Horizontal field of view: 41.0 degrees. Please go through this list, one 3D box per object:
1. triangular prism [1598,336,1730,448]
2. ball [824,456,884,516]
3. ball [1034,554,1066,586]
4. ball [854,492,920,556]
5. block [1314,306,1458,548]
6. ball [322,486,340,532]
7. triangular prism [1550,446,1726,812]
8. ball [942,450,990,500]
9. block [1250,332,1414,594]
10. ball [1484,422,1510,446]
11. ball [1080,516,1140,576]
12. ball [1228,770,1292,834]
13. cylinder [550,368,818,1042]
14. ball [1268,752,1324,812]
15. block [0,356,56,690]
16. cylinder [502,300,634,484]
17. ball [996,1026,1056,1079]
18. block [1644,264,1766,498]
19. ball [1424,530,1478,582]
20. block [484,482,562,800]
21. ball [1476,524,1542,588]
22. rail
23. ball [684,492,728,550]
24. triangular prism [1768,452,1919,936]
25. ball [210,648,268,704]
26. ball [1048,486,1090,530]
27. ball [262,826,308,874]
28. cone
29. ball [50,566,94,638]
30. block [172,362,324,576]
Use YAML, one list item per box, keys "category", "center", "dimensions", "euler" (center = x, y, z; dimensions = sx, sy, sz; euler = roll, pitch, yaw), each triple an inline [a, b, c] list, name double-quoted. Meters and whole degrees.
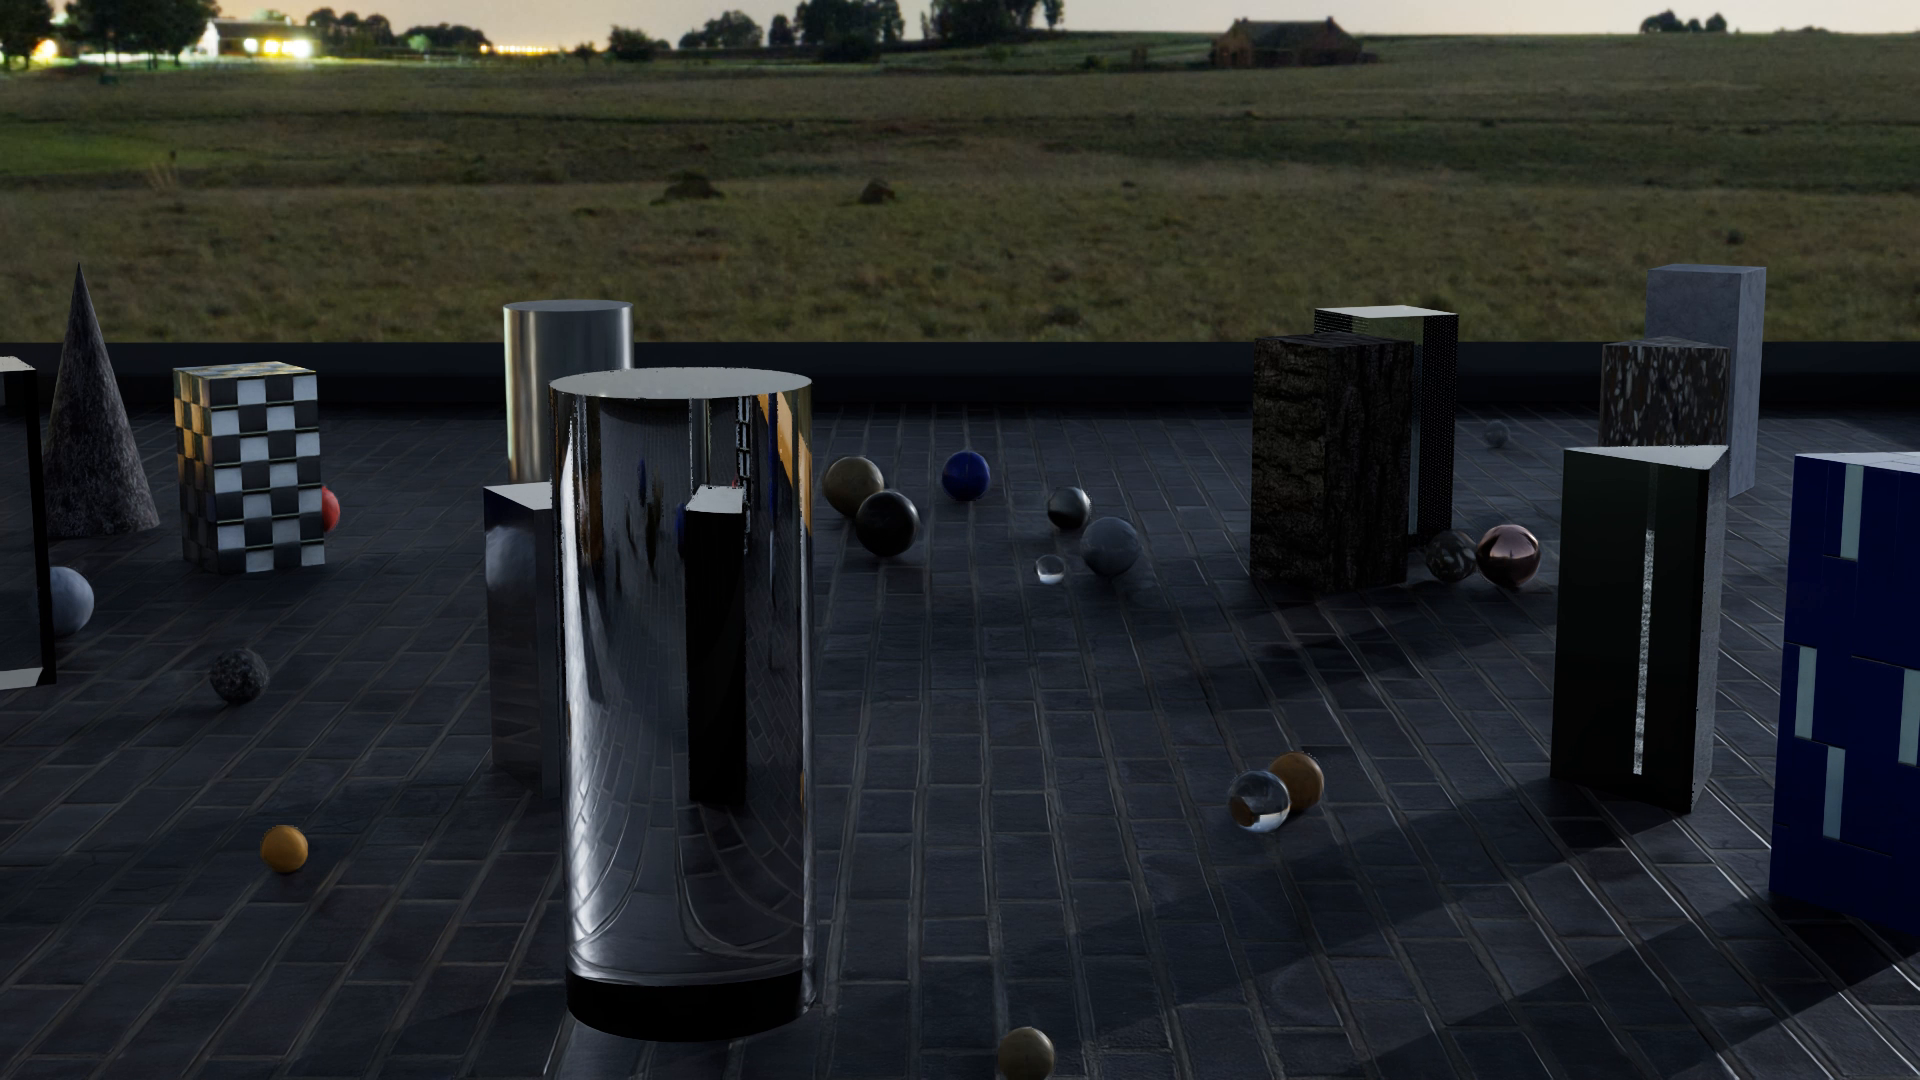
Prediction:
- category: "triangular prism"
  center: [1.017, -0.121, 3.721]
  dimensions: [0.172, 0.335, 0.149]
  euler: [3, 11, 16]
- category: "ball"
  center: [-0.173, -0.088, 4.189]
  dimensions: [0.099, 0.099, 0.099]
  euler: [0, 10, 0]
- category: "ball"
  center: [0.128, 0.042, 3.639]
  dimensions: [0.044, 0.044, 0.044]
  euler: [0, 10, 0]
- category: "ball"
  center: [-0.109, -0.024, 3.849]
  dimensions: [0.098, 0.098, 0.098]
  euler: [0, 10, 0]
- category: "block"
  center: [0.652, -0.175, 3.960]
  dimensions: [0.159, 0.355, 0.159]
  euler: [-4, 11, -22]
- category: "ball"
  center: [-1.015, -0.048, 4.031]
  dimensions: [0.078, 0.078, 0.078]
  euler: [0, 10, 0]
- category: "triangular prism"
  center: [0.724, 0.080, 2.611]
  dimensions: [0.149, 0.343, 0.172]
  euler: [-8, 13, -36]
- category: "ball"
  center: [0.010, -0.110, 4.348]
  dimensions: [0.084, 0.084, 0.084]
  euler: [0, 10, 0]
- category: "block"
  center: [0.529, -0.114, 3.658]
  dimensions: [0.159, 0.344, 0.159]
  euler: [-7, 12, -32]
- category: "ball"
  center: [1.039, -0.205, 4.963]
  dimensions: [0.049, 0.049, 0.049]
  euler: [0, 10, 0]
- category: "ball"
  center: [0.216, 0.009, 3.699]
  dimensions: [0.086, 0.086, 0.086]
  euler: [0, 10, 0]
- category: "ball"
  center: [0.287, 0.251, 2.462]
  dimensions: [0.061, 0.061, 0.061]
  euler: [0, 10, 0]
- category: "cylinder"
  center: [-0.212, 0.121, 1.990]
  dimensions: [0.198, 0.489, 0.198]
  euler: [0, 10, 0]
- category: "ball"
  center: [0.331, 0.239, 2.535]
  dimensions: [0.058, 0.058, 0.058]
  euler: [0, 10, 0]
- category: "block"
  center: [-1.185, -0.019, 3.058]
  dimensions: [0.159, 0.376, 0.159]
  euler: [-6, 12, -28]
- category: "cylinder"
  center: [-0.599, -0.180, 3.956]
  dimensions: [0.198, 0.365, 0.198]
  euler: [0, 10, 0]
- category: "ball"
  center: [0.048, 0.373, 1.855]
  dimensions: [0.042, 0.042, 0.042]
  euler: [0, 10, 0]
- category: "block"
  center: [1.283, -0.278, 4.438]
  dimensions: [0.159, 0.383, 0.159]
  euler: [7, 12, 32]
- category: "ball"
  center: [0.701, 0.023, 3.660]
  dimensions: [0.075, 0.075, 0.075]
  euler: [0, 10, 0]
- category: "block"
  center: [-0.388, 0.096, 2.658]
  dimensions: [0.159, 0.295, 0.159]
  euler: [-6, 12, -28]
- category: "ball"
  center: [0.775, 0.022, 3.624]
  dimensions: [0.089, 0.089, 0.089]
  euler: [0, 10, 0]
- category: "rail"
  center: [-0.013, -0.364, 5.596]
  dimensions: [4.308, 0.129, 0.045]
  euler: [0, 10, 0]
- category: "ball"
  center: [-0.397, -0.029, 3.897]
  dimensions: [0.089, 0.089, 0.089]
  euler: [0, 10, 0]
- category: "triangular prism"
  center: [0.835, 0.124, 2.237]
  dimensions: [0.149, 0.393, 0.172]
  euler: [-7, 13, -35]
- category: "ball"
  center: [-0.833, 0.157, 2.964]
  dimensions: [0.064, 0.064, 0.064]
  euler: [0, 10, 0]
- category: "ball"
  center: [0.173, -0.051, 4.074]
  dimensions: [0.069, 0.069, 0.069]
  euler: [0, 10, 0]
- category: "ball"
  center: [-0.616, 0.283, 2.343]
  dimensions: [0.042, 0.042, 0.042]
  euler: [0, 10, 0]
- category: "cone"
  center: [-1.386, -0.232, 4.073]
  dimensions: [0.198, 0.425, 0.198]
  euler: [0, 10, 0]
- category: "ball"
  center: [-1.163, 0.080, 3.301]
  dimensions: [0.093, 0.093, 0.093]
  euler: [0, 10, 0]
- category: "block"
  center: [-1.051, -0.109, 3.791]
  dimensions: [0.159, 0.286, 0.159]
  euler: [-7, 13, -35]
